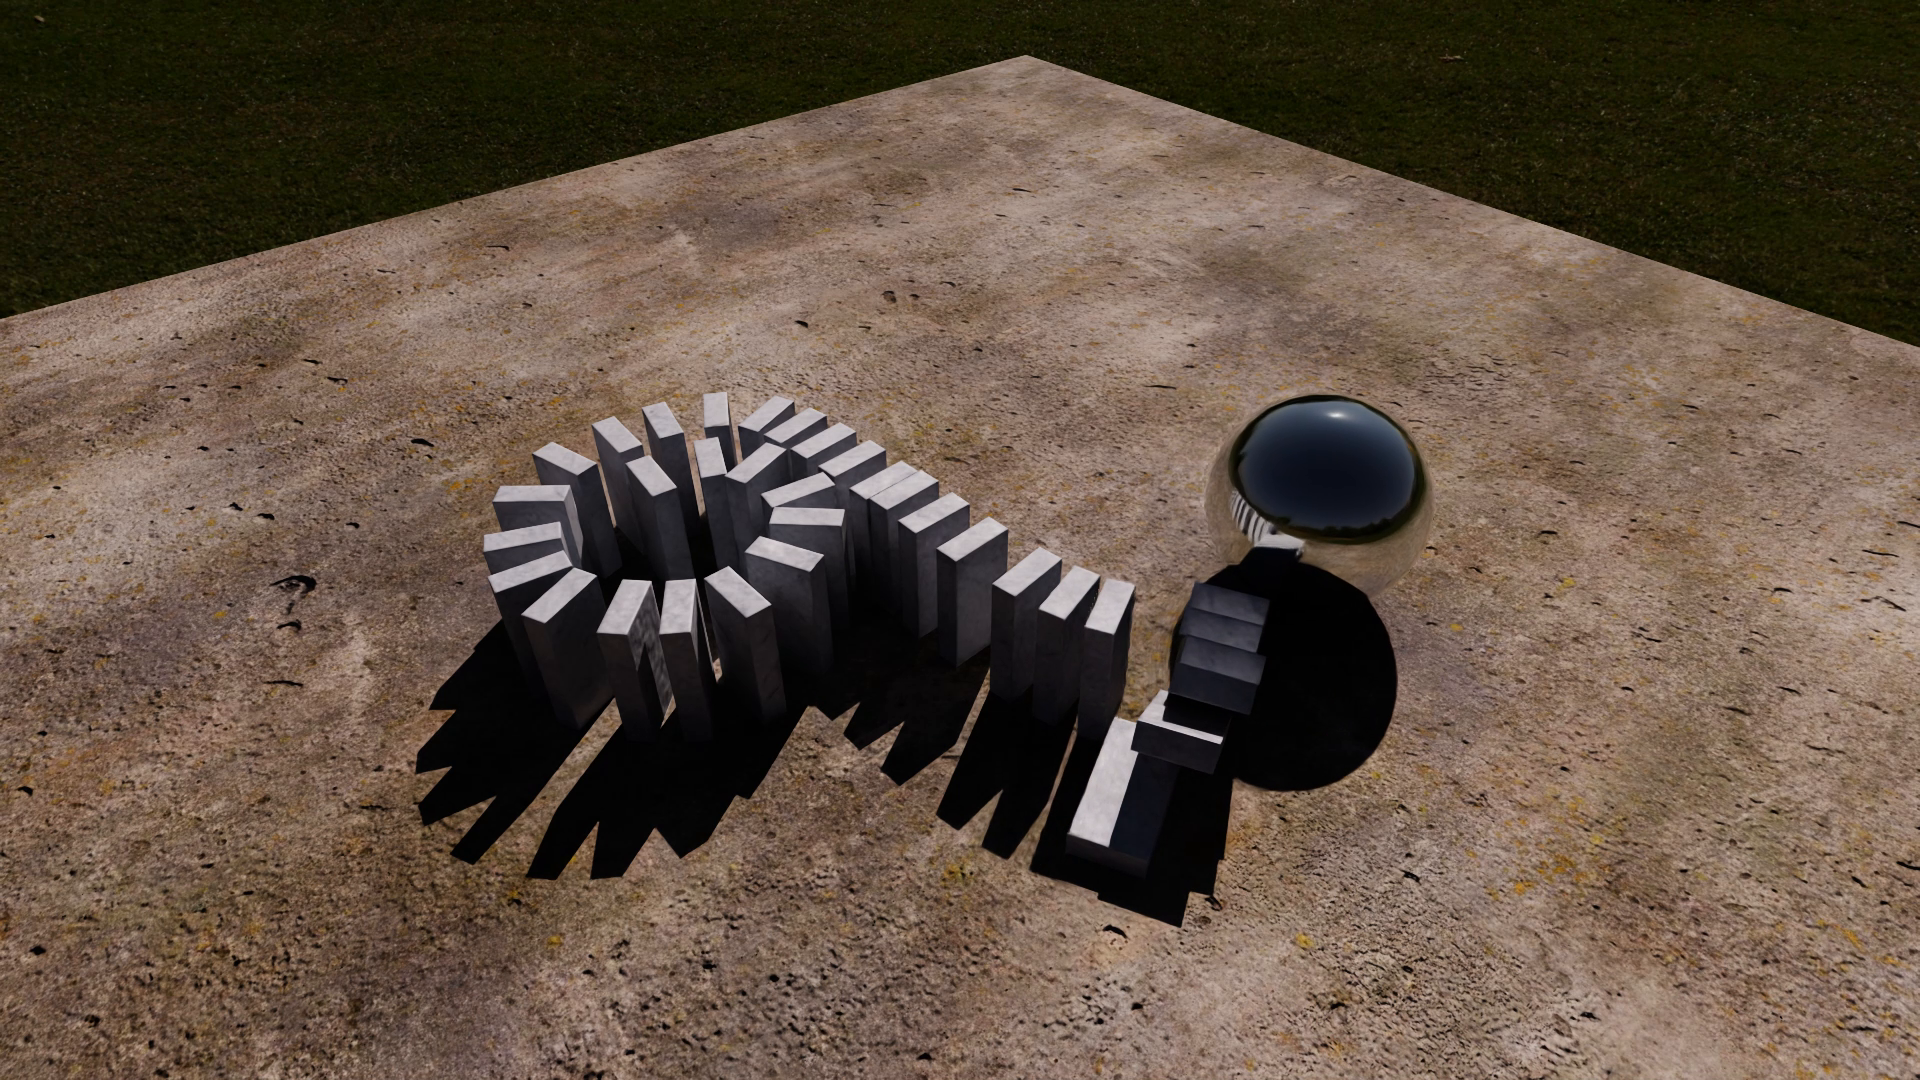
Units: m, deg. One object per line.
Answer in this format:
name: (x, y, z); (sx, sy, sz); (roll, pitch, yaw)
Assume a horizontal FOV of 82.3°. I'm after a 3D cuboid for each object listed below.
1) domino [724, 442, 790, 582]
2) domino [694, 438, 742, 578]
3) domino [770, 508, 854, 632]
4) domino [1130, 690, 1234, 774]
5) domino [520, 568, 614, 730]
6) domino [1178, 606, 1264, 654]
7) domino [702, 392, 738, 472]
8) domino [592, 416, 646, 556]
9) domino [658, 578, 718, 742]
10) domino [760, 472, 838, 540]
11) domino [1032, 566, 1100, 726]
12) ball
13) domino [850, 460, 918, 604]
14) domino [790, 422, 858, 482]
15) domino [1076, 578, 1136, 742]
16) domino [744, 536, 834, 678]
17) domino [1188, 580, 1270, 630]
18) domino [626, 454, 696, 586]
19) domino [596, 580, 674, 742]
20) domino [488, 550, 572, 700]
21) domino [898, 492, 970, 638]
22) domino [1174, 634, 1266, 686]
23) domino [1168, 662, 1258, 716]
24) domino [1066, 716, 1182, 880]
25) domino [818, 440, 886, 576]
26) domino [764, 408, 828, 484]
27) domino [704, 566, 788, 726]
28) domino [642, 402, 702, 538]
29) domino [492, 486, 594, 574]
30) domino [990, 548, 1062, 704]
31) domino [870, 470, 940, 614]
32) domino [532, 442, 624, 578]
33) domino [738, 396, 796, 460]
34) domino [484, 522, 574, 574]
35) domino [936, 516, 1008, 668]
domino: (-0.076, -0.009, 0.423); (0.010, 0.050, 0.025); (20, 43, 22)
domino: (-0.093, -0.012, 0.426); (0.009, 0.050, 0.025); (-11, 41, -13)
domino: (-0.053, 0.011, 0.398); (0.025, 0.050, 0.009); (2, 39, 2)
domino: (0.071, 0.060, 0.349); (0.025, 0.010, 0.050); (14, 7, 17)
domino: (-0.128, 0.037, 0.366); (0.009, 0.050, 0.025); (17, 42, 19)
domino: (0.090, 0.033, 0.378); (0.025, 0.050, 0.010); (14, 85, 17)
domino: (-0.097, -0.032, 0.451); (0.009, 0.050, 0.025); (-7, 40, -9)
domino: (-0.132, -0.021, 0.437); (0.009, 0.050, 0.025); (-27, 46, -29)
domino: (-0.089, 0.040, 0.362); (0.010, 0.050, 0.025); (-4, 40, -5)
domino: (-0.058, 0.001, 0.410); (0.025, 0.050, 0.010); (-22, 44, -25)
domino: (0.035, 0.036, 0.368); (0.010, 0.050, 0.025); (22, 44, 24)
ball: (0.131, -0.014, 0.405); (0.080, 0.080, 0.080); (0, 39, 0)
domino: (-0.028, -0.003, 0.415); (0.025, 0.050, 0.009); (-31, 49, -32)
domino: (-0.052, -0.019, 0.434); (0.009, 0.050, 0.025); (31, 48, 32)
domino: (0.048, 0.040, 0.362); (0.010, 0.050, 0.025); (14, 41, 18)
domino: (-0.059, 0.024, 0.382); (0.025, 0.050, 0.009); (16, 42, 18)
domino: (0.095, 0.025, 0.387); (0.025, 0.050, 0.009); (14, 85, 17)
domino: (-0.113, -0.004, 0.417); (0.010, 0.050, 0.025); (-24, 45, -27)
domino: (-0.106, 0.040, 0.362); (0.010, 0.050, 0.025); (3, 39, 4)
domino: (-0.141, 0.030, 0.375); (0.025, 0.050, 0.009); (-22, 44, -25)
domino: (-0.009, 0.010, 0.400); (0.025, 0.050, 0.009); (-30, 48, -31)
domino: (0.086, 0.040, 0.367); (0.025, 0.050, 0.010); (15, 86, 11)
domino: (0.081, 0.048, 0.357); (0.025, 0.050, 0.010); (15, 86, 12)
domino: (0.053, 0.080, 0.346); (0.025, 0.009, 0.050); (15, 42, 17)
domino: (-0.040, -0.011, 0.425); (0.025, 0.050, 0.010); (-32, 49, -33)
domino: (-0.064, -0.025, 0.442); (0.010, 0.050, 0.025); (27, 46, 29)
domino: (-0.071, 0.036, 0.368); (0.009, 0.050, 0.025); (-29, 48, -31)
domino: (-0.116, -0.028, 0.445); (0.010, 0.050, 0.025); (-19, 43, -22)
domino: (-0.153, 0.003, 0.408); (0.025, 0.050, 0.010); (-1, 39, -1)
domino: (0.022, 0.030, 0.375); (0.009, 0.050, 0.025); (29, 47, 31)
domino: (-0.020, 0.001, 0.410); (0.025, 0.050, 0.010); (-32, 49, -33)
domino: (-0.147, -0.011, 0.425); (0.025, 0.050, 0.009); (23, 45, 26)
domino: (-0.076, -0.031, 0.449); (0.009, 0.050, 0.025); (18, 43, 21)
domino: (-0.149, 0.018, 0.389); (0.025, 0.050, 0.010); (-11, 41, -13)
domino: (0.004, 0.019, 0.388); (0.025, 0.050, 0.009); (-31, 49, -33)
